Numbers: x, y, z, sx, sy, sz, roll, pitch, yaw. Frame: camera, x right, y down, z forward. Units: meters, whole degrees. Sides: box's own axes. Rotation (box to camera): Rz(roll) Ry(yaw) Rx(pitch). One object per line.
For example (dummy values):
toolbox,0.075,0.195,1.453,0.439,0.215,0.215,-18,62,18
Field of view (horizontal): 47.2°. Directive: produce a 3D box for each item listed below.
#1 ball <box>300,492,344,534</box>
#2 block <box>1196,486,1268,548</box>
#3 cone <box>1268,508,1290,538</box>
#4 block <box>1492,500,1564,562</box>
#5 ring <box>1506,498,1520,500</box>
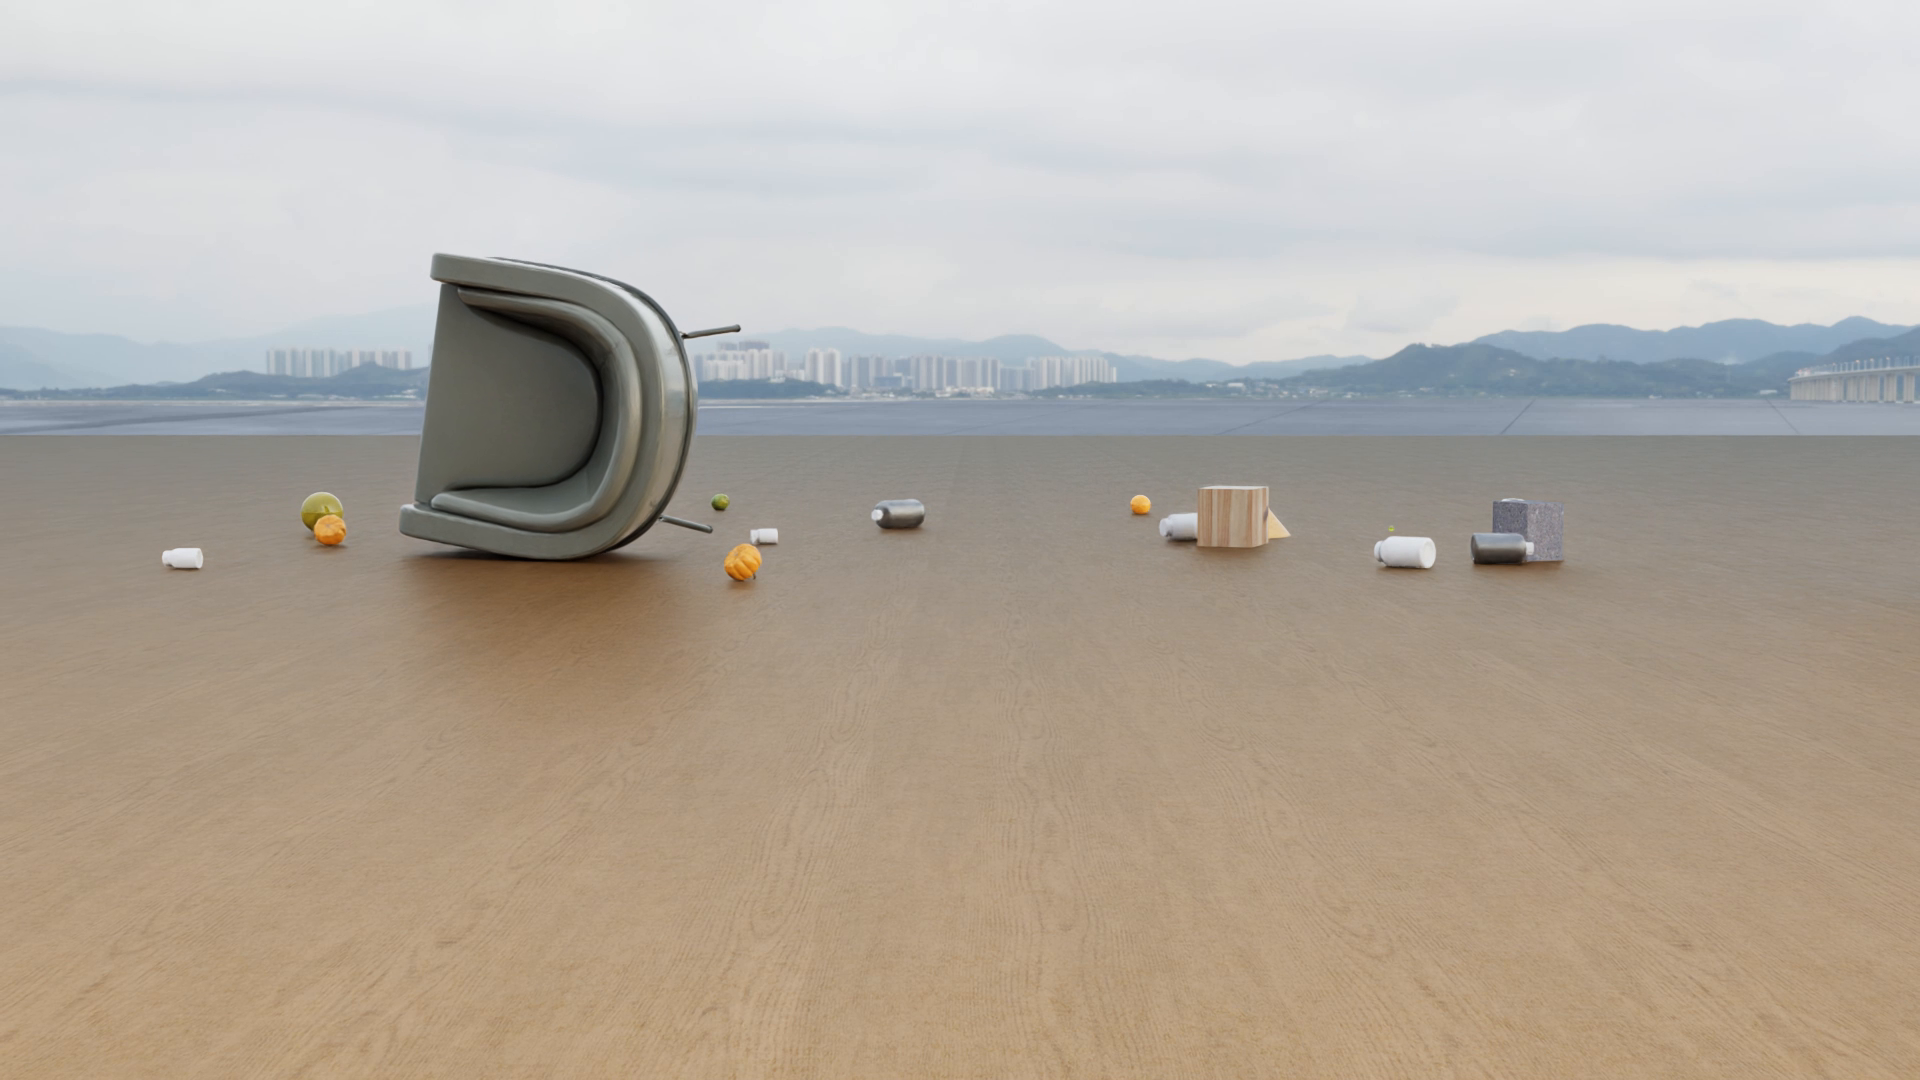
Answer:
ball,-1.986,-0.085,6.845,0.129,0.129,0.129,0,4,0
block,0.788,-0.069,6.346,0.161,0.165,0.190,2,4,22
cone,0.906,-0.073,6.692,0.273,0.126,0.151,-4,6,-45
block,1.501,-0.025,5.816,0.112,0.150,0.153,-2,4,-22
ring,1.969,-0.116,7.826,0.090,0.057,0.138,-1,5,0
